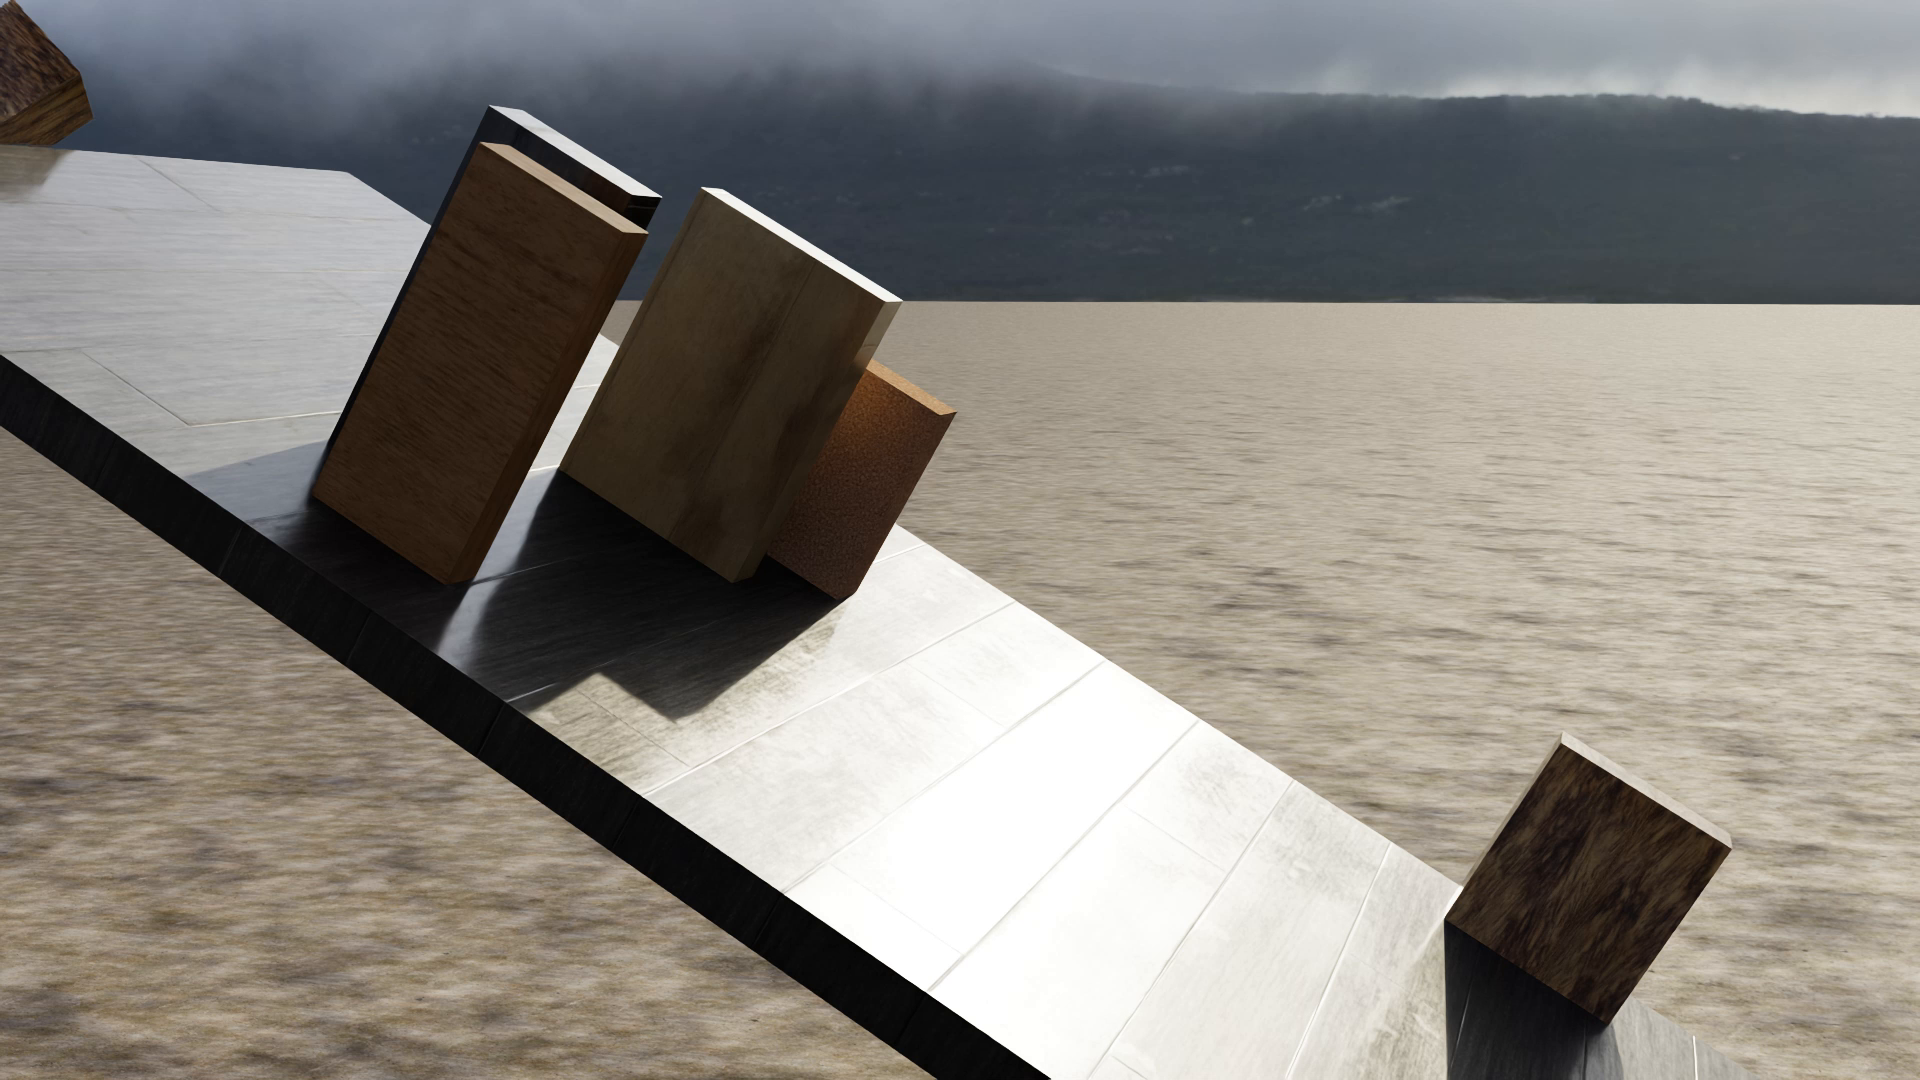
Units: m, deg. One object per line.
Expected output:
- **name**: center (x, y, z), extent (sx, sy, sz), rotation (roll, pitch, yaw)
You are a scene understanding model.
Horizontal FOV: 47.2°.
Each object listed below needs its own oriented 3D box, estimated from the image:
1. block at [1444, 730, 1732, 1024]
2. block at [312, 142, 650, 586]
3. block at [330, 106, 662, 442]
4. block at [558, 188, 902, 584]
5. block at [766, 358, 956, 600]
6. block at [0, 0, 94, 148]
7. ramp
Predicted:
- **block**: center (1.291, 0.694, 4.536), extent (0.388, 0.446, 0.122), rotation (33, 15, 11)
- **block**: center (-0.763, -0.275, 3.474), extent (0.277, 0.638, 0.094), rotation (33, 15, 11)
- **block**: center (-0.793, -0.374, 3.737), extent (0.297, 0.645, 0.115), rotation (33, 15, 11)
- **block**: center (-0.444, -0.294, 4.194), extent (0.420, 0.617, 0.101), rotation (33, 15, 11)
- **block**: center (-0.312, -0.187, 4.455), extent (0.449, 0.434, 0.114), rotation (33, 15, 11)
- **block**: center (-1.956, -0.934, 4.536), extent (0.206, 0.206, 0.206), rotation (-42, -3, -21)
- **ramp**: center (-0.183, 0.301, 4.127), extent (4.000, 0.100, 2.000), rotation (33, 15, 11)
